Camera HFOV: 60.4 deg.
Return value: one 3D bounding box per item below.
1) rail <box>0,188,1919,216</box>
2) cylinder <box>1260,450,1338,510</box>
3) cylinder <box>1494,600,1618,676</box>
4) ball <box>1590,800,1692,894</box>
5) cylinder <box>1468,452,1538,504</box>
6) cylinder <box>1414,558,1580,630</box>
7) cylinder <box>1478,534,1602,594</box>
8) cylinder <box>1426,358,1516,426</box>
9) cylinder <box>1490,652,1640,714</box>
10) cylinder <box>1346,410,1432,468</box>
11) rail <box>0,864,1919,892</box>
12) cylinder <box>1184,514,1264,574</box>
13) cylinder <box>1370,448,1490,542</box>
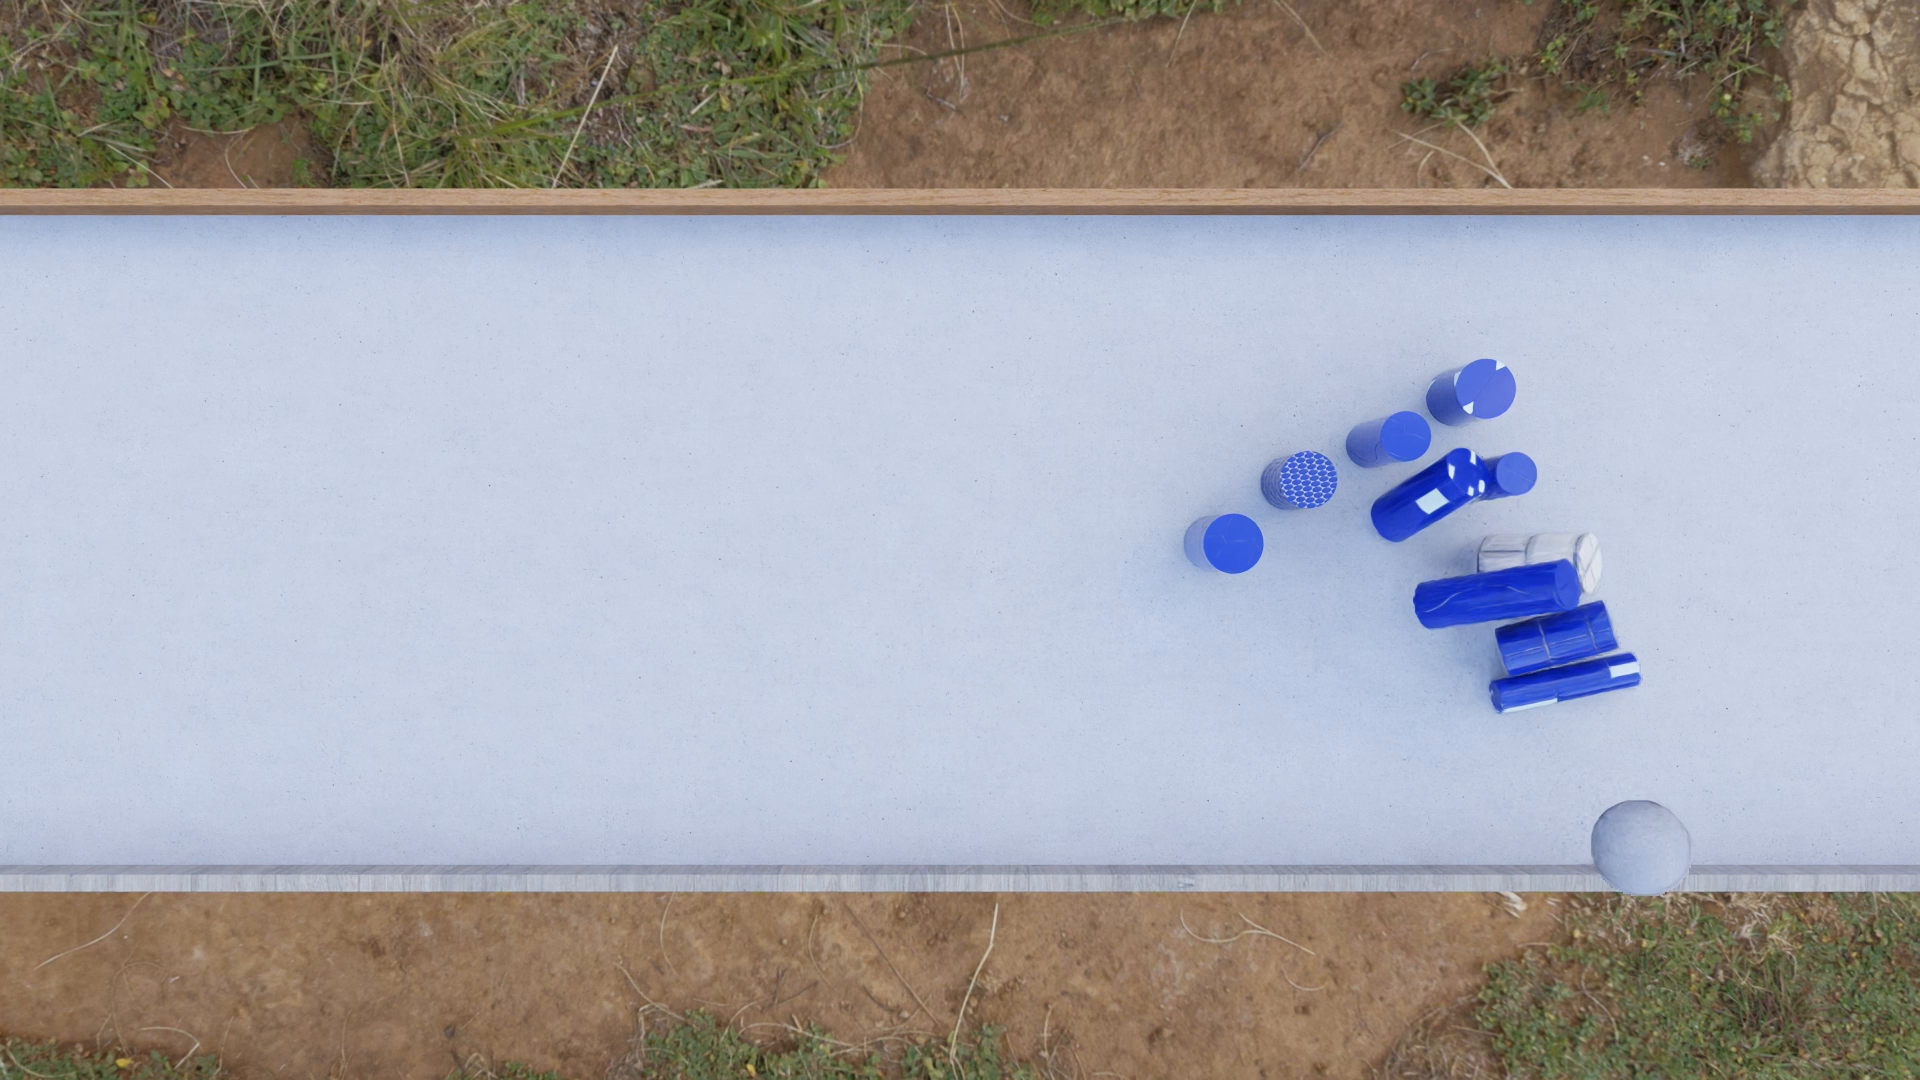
[{"bbox_3d":[-2.247,-1.025,5.002,12.000,0.150,0.050,0,90,0],"label":"rail"},{"bbox_3d":[1.008,-0.174,4.922,0.167,0.309,0.167,0,90,0],"label":"cylinder"},{"bbox_3d":[1.788,0.294,4.947,0.320,0.152,0.152,-18,90,22],"label":"cylinder"},{"bbox_3d":[1.933,0.872,4.687,0.266,0.266,0.266,0,90,0],"label":"ball"},{"bbox_3d":[1.575,-0.182,4.899,0.124,0.341,0.124,0,87,-7],"label":"cylinder"},{"bbox_3d":[1.577,0.163,4.861,0.146,0.454,0.146,12,73,-42],"label":"cylinder"},{"bbox_3d":[1.724,0.072,4.910,0.305,0.175,0.175,-2,90,41],"label":"cylinder"},{"bbox_3d":[1.521,-0.438,4.923,0.174,0.307,0.174,0,90,0],"label":"cylinder"},{"bbox_3d":[1.841,0.436,5.024,0.424,0.105,0.105,-12,90,0],"label":"cylinder"},{"bbox_3d":[1.258,-0.293,4.865,0.142,0.424,0.142,0,90,0],"label":"cylinder"},{"bbox_3d":[-2.247,1.025,5.001,12.000,0.150,0.050,0,90,0],"label":"rail"},{"bbox_3d":[0.773,0.010,4.869,0.171,0.415,0.171,0,90,0],"label":"cylinder"},{"bbox_3d":[1.389,-0.130,4.886,0.152,0.355,0.152,10,64,-22],"label":"cylinder"}]
